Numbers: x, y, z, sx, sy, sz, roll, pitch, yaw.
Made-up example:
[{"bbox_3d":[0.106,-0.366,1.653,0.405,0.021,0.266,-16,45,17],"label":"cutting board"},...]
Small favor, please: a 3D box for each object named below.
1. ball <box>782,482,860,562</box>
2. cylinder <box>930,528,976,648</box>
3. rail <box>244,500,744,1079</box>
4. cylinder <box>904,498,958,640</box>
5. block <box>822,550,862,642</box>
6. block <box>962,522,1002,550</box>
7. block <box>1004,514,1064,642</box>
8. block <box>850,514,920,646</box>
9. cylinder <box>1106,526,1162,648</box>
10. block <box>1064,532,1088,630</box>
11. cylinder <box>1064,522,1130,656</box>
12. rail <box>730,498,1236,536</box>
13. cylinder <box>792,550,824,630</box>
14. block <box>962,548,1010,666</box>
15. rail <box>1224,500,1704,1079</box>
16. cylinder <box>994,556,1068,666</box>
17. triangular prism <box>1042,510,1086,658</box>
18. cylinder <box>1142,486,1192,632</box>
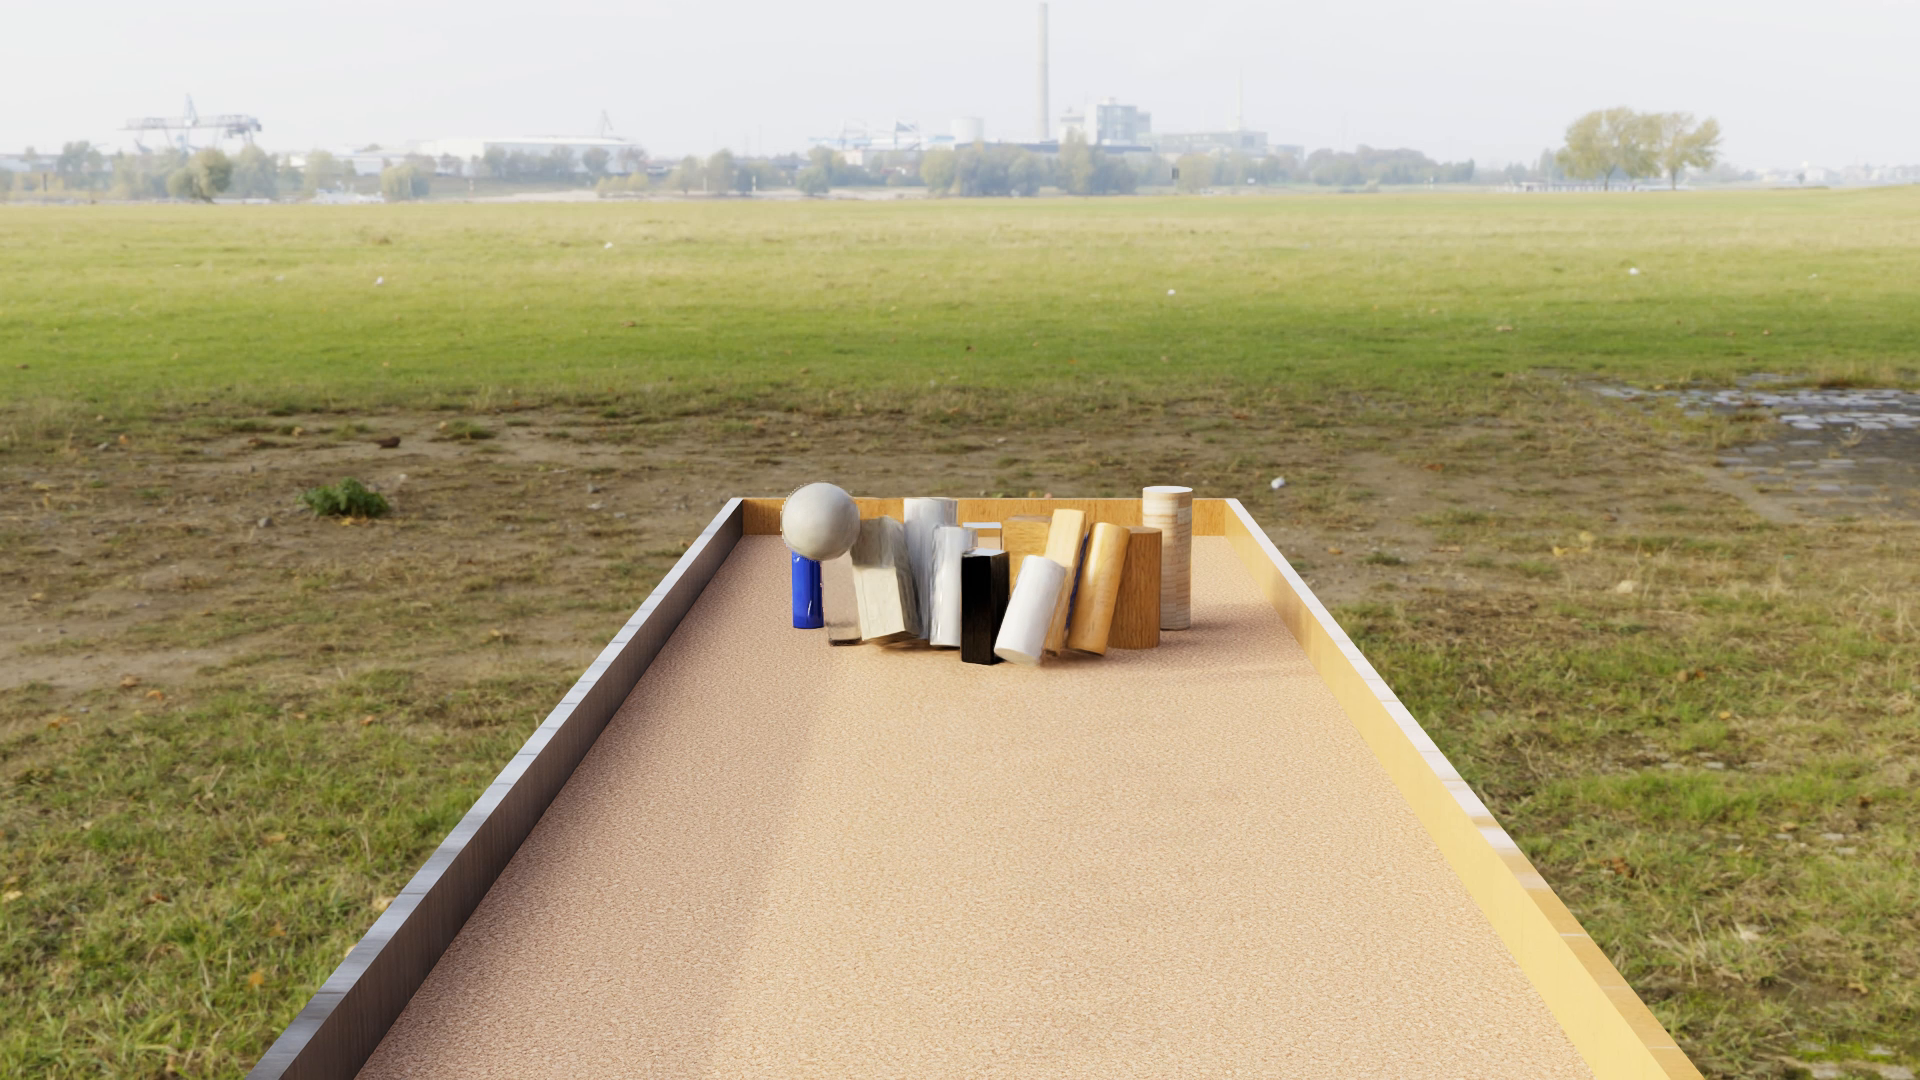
[{"bbox_3d":[-0.426,-0.055,6.764,0.242,0.242,0.242,0,9,0],"label":"ball"},{"bbox_3d":[-0.022,0.150,6.839,0.120,0.364,0.120,4,-7,0],"label":"cylinder"},{"bbox_3d":[-1.004,0.839,3.234,0.050,0.150,12.000,0,9,1],"label":"rail"},{"bbox_3d":[-0.098,0.090,6.984,0.174,0.437,0.174,2,2,0],"label":"cylinder"},{"bbox_3d":[-0.384,0.092,6.951,0.105,0.444,0.105,-5,0,-3],"label":"block"},{"bbox_3d":[0.072,0.116,7.222,0.124,0.331,0.124,0,9,-1],"label":"block"},{"bbox_3d":[0.232,0.130,6.907,0.152,0.399,0.152,3,9,19],"label":"block"},{"bbox_3d":[-0.238,0.128,6.861,0.139,0.371,0.139,-14,-15,17],"label":"block"},{"bbox_3d":[0.542,0.147,6.916,0.179,0.361,0.179,1,8,0],"label":"cylinder"},{"bbox_3d":[0.346,0.130,7.223,0.155,0.302,0.155,-4,10,-23],"label":"block"},{"bbox_3d":[0.422,0.150,6.745,0.123,0.393,0.123,12,-7,1],"label":"cylinder"},{"bbox_3d":[0.099,-0.098,9.147,2.100,0.150,0.050,0,9,1],"label":"rail"},{"bbox_3d":[-0.498,0.112,7.198,0.104,0.346,0.104,0,9,0],"label":"cylinder"},{"bbox_3d":[0.077,0.202,6.663,0.106,0.336,0.106,6,11,33],"label":"block"},{"bbox_3d":[1.046,0.843,3.208,0.050,0.150,12.000,0,9,1],"label":"rail"},{"bbox_3d":[0.213,0.214,6.608,0.140,0.303,0.140,17,-19,6],"label":"cylinder"},{"bbox_3d":[0.317,0.133,6.750,0.114,0.442,0.099,3,-15,38],"label":"triangular prism"},{"bbox_3d":[0.675,0.060,7.181,0.161,0.454,0.161,0,9,0],"label":"cylinder"}]
